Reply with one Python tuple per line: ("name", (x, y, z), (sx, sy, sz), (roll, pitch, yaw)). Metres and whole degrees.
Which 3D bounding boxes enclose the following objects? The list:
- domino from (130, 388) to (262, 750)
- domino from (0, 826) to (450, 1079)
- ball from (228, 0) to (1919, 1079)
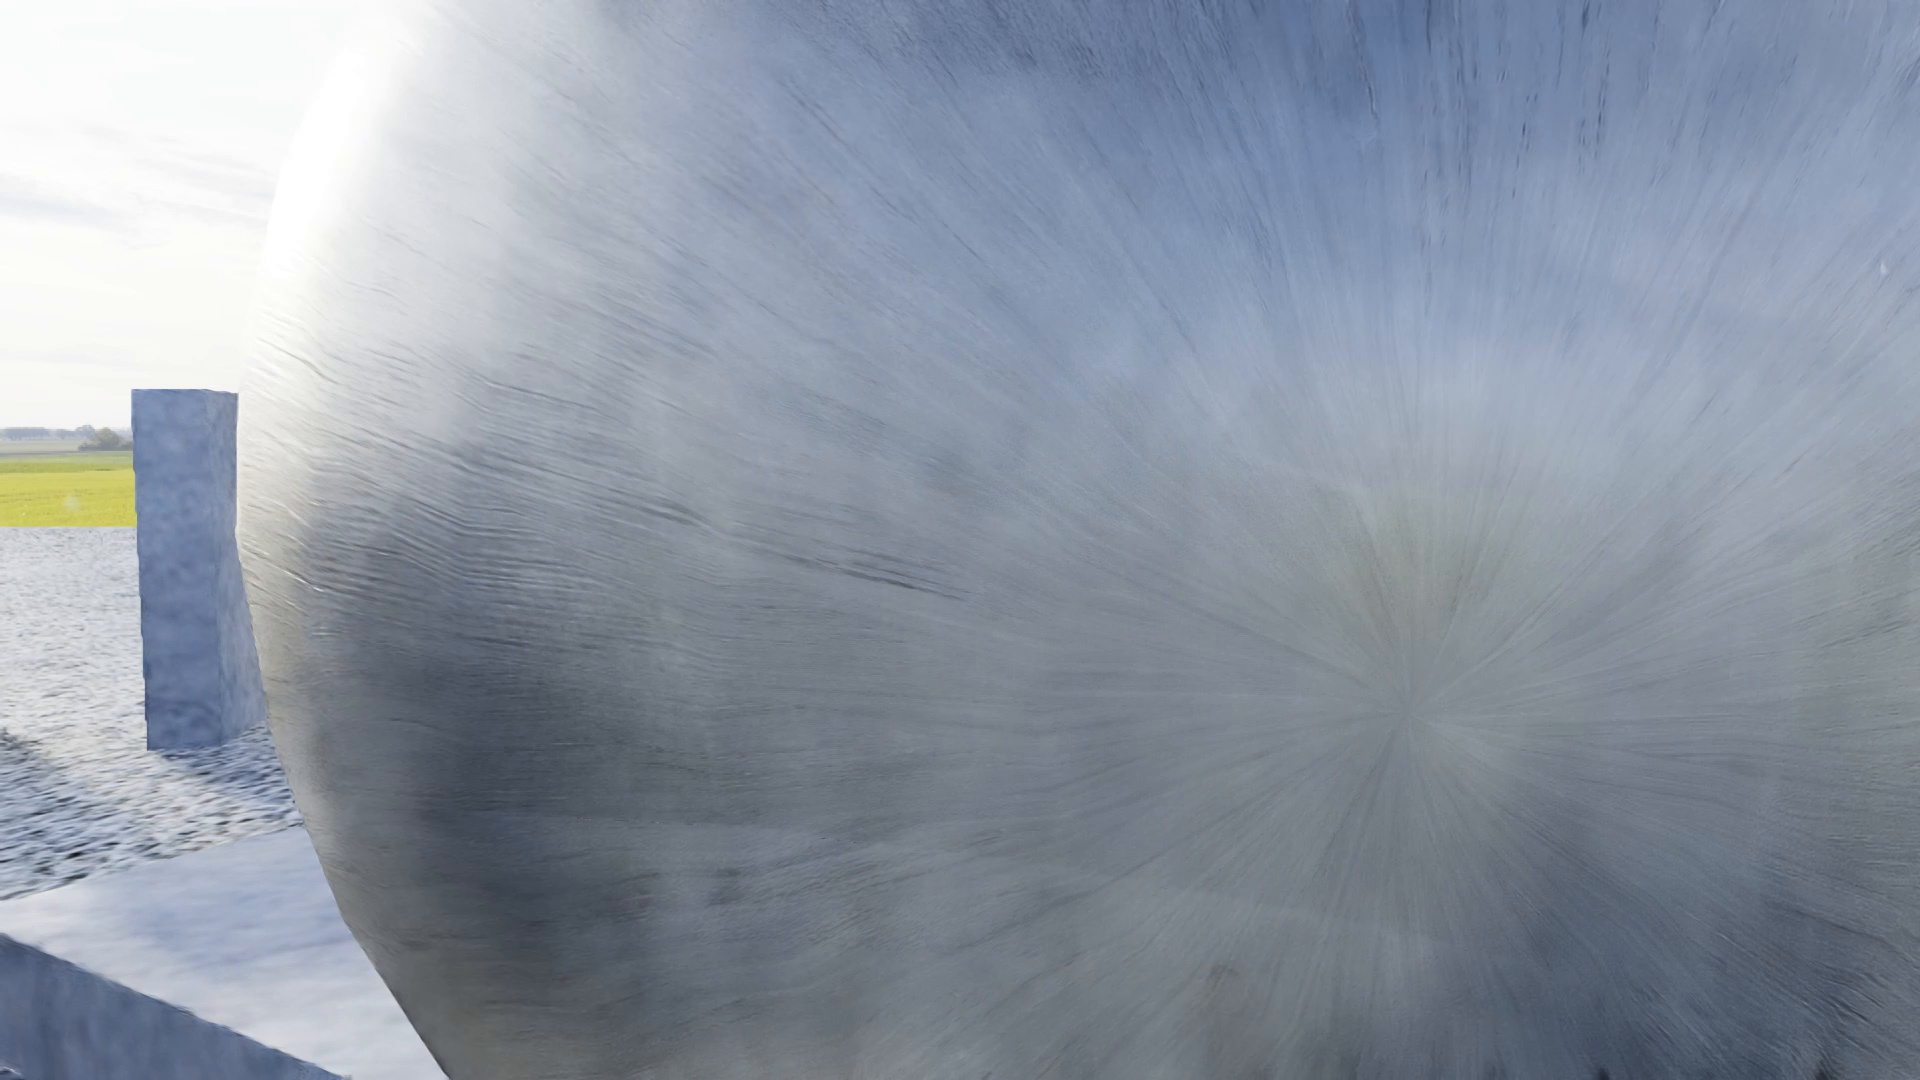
("domino", (-0.111, 0.003, 0.190), (0.009, 0.050, 0.025), (-1, 4, -12))
("domino", (-0.043, 0.031, 0.088), (0.050, 0.009, 0.025), (3, 5, 31))
("ball", (0.008, -0.003, 0.067), (0.080, 0.080, 0.080), (0, 4, 0))
